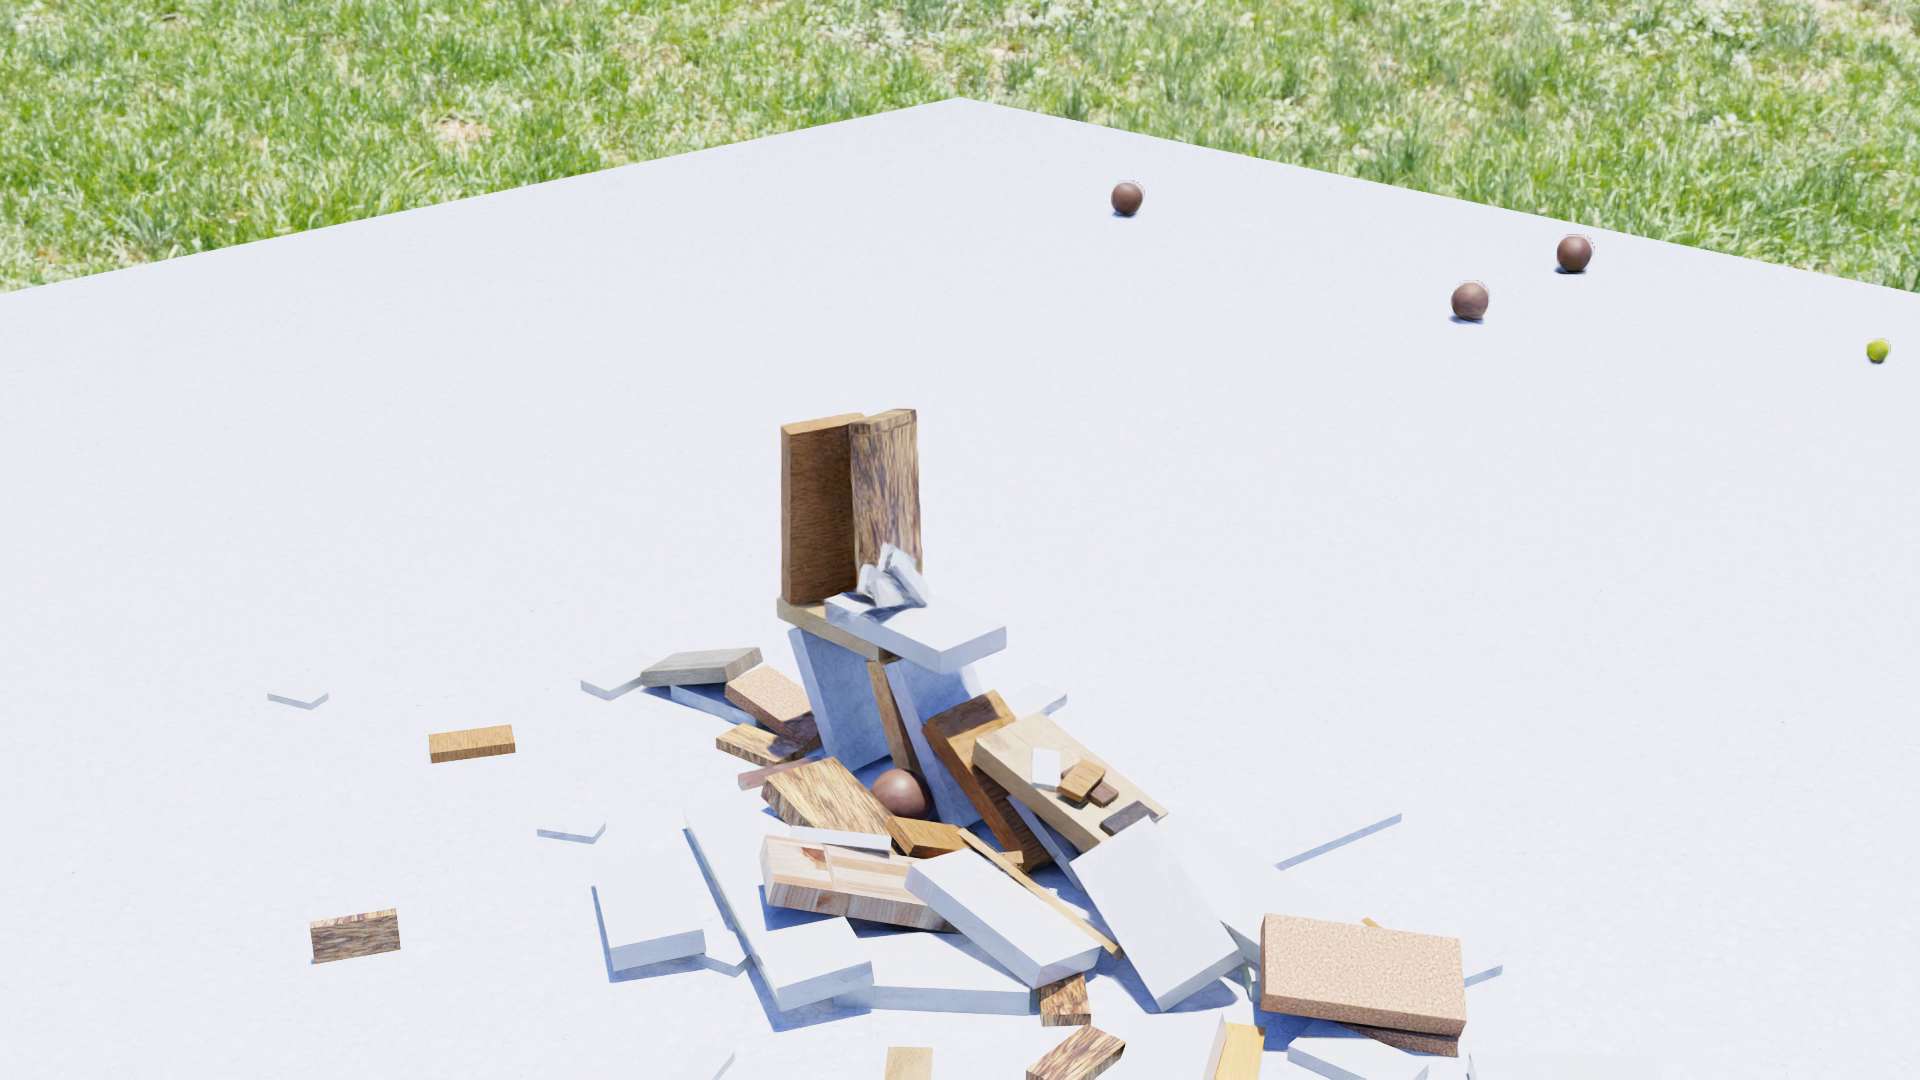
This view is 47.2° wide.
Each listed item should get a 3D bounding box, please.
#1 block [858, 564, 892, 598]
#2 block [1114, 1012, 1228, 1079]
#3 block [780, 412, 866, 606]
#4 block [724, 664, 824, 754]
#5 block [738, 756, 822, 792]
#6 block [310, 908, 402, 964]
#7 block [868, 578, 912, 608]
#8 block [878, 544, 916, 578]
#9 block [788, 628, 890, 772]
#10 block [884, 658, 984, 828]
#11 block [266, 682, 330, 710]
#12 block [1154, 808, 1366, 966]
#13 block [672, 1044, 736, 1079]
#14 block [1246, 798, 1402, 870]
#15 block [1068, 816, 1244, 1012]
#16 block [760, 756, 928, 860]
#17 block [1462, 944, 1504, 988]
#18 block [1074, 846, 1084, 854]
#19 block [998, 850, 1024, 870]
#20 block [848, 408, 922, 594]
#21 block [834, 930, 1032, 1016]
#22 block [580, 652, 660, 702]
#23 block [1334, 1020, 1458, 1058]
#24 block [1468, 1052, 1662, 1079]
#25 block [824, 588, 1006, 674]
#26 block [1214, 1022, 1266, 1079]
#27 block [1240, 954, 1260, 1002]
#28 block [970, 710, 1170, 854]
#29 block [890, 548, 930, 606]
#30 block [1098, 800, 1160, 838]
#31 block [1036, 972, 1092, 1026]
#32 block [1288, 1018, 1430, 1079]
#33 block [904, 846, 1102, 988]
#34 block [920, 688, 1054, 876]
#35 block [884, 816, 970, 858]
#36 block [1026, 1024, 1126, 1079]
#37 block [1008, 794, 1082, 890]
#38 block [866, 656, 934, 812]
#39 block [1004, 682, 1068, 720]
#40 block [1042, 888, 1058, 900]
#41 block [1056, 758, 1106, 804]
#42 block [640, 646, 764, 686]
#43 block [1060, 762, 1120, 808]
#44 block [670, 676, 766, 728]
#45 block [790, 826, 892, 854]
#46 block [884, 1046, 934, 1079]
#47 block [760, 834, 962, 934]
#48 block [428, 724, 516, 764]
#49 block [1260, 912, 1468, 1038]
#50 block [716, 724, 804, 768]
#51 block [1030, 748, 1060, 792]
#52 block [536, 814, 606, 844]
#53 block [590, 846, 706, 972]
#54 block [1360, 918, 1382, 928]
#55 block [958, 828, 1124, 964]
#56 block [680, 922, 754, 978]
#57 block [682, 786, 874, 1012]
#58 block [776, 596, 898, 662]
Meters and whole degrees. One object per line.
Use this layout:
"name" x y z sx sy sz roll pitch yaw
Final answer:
"block" -0.165 0.088 4.364 0.016 0.055 0.110 2 -15 29
"block" 0.334 0.877 3.589 0.151 0.043 0.301 -7 21 20
"block" -0.276 -0.063 4.499 0.174 0.390 0.049 -11 31 -24
"block" -0.378 0.365 4.784 0.254 0.036 0.127 31 35 30
"block" -0.358 0.497 4.557 0.184 0.026 0.092 -11 25 -24
"block" -1.093 0.716 3.976 0.152 0.076 0.022 -7 24 -17
"block" -0.138 0.104 4.360 0.016 0.055 0.110 -23 -8 28
"block" -0.128 0.049 4.426 0.016 0.055 0.110 6 -14 30
"block" -0.242 0.316 4.621 0.159 0.319 0.045 -21 6 -41
"block" -0.012 0.387 4.424 0.178 0.356 0.050 -21 0 -40
"block" -1.480 0.349 4.917 0.122 0.017 0.061 10 25 23
"block" 0.515 0.652 3.973 0.170 0.048 0.483 -29 41 -32
"block" -0.429 0.884 3.655 0.061 0.017 0.121 9 25 20
"block" 0.718 0.585 4.354 0.361 0.022 0.076 -15 27 -32
"block" 0.348 0.663 3.930 0.170 0.048 0.339 -31 46 -4
"block" -0.217 0.557 4.261 0.171 0.048 0.341 -13 40 -40
"block" 0.884 0.768 3.922 0.152 0.022 0.076 -12 26 -27
"block" 0.338 0.622 4.171 0.115 0.033 0.229 -18 45 -39
"block" 0.031 0.625 4.184 0.168 0.084 0.024 -4 62 -9
"block" -0.148 -0.078 4.434 0.049 0.348 0.174 6 16 30
"block" -0.044 0.765 3.896 0.341 0.048 0.171 2 23 4
"block" -0.762 0.310 4.998 0.092 0.026 0.184 17 28 35
"block" 0.751 0.828 3.772 0.208 0.029 0.104 7 24 15
"block" 0.993 0.900 3.584 0.301 0.043 0.151 1 23 2
"block" -0.090 0.166 4.382 0.174 0.049 0.348 -20 29 -39
"block" 0.446 0.876 3.658 0.104 0.029 0.208 5 24 12
"block" 0.578 0.729 3.988 0.151 0.043 0.301 -1 23 -3
"block" 0.209 0.471 4.213 0.178 0.050 0.355 -21 45 -40
"block" -0.100 0.076 4.392 0.016 0.110 0.055 -26 27 22
"block" 0.316 0.526 4.103 0.055 0.016 0.110 34 39 31
"block" 0.179 0.793 3.861 0.084 0.024 0.168 -1 23 -3
"block" 0.664 0.870 3.672 0.208 0.029 0.104 17 28 35
"block" 0.075 0.673 3.945 0.334 0.047 0.167 33 26 35
"block" 0.097 0.473 4.328 0.178 0.050 0.356 -21 66 -40
"block" -0.048 0.580 4.240 0.185 0.026 0.093 15 20 -41
"block" 0.195 0.872 3.675 0.084 0.024 0.168 18 29 36
"block" 0.205 0.559 4.251 0.115 0.033 0.230 -21 63 -40
"block" -0.079 0.373 4.479 0.045 0.319 0.159 -6 13 46
"block" 0.144 0.370 4.855 0.092 0.026 0.184 18 29 36
"block" 0.083 0.680 4.125 0.185 0.026 0.093 5 24 12
"block" 0.230 0.454 4.157 0.053 0.015 0.105 25 35 19
"block" -0.578 0.284 4.918 0.254 0.036 0.127 -6 15 35
"block" 0.245 0.466 4.172 0.105 0.015 0.053 33 38 29
"block" -0.507 0.348 4.894 0.254 0.036 0.127 16 28 34
"block" -0.225 0.567 4.102 0.185 0.093 0.026 7 67 -4
"block" -0.086 0.892 3.631 0.076 0.022 0.152 1 23 2
"block" -0.160 0.630 4.010 0.398 0.047 0.167 11 20 -15
"block" -1.044 0.436 4.702 0.175 0.025 0.088 -6 24 -15
"block" 0.686 0.741 3.756 0.339 0.048 0.170 8 43 0
"block" -0.426 0.442 4.687 0.175 0.025 0.088 17 28 34
"block" 0.163 0.438 4.189 0.053 0.015 0.105 10 33 -3
"block" -0.774 0.576 4.382 0.122 0.017 0.061 6 24 14
"block" -0.578 0.676 4.059 0.167 0.047 0.334 -10 20 -12
"block" 0.722 0.726 3.962 0.076 0.022 0.152 34 26 33
"block" 0.145 0.648 4.023 0.387 0.055 0.016 34 76 31
"block" -0.453 0.738 3.990 0.176 0.025 0.088 12 26 27
"block" -0.351 0.650 4.091 0.171 0.048 0.724 -14 23 -16
"block" -0.215 0.161 4.529 0.159 0.045 0.319 -21 29 -40
